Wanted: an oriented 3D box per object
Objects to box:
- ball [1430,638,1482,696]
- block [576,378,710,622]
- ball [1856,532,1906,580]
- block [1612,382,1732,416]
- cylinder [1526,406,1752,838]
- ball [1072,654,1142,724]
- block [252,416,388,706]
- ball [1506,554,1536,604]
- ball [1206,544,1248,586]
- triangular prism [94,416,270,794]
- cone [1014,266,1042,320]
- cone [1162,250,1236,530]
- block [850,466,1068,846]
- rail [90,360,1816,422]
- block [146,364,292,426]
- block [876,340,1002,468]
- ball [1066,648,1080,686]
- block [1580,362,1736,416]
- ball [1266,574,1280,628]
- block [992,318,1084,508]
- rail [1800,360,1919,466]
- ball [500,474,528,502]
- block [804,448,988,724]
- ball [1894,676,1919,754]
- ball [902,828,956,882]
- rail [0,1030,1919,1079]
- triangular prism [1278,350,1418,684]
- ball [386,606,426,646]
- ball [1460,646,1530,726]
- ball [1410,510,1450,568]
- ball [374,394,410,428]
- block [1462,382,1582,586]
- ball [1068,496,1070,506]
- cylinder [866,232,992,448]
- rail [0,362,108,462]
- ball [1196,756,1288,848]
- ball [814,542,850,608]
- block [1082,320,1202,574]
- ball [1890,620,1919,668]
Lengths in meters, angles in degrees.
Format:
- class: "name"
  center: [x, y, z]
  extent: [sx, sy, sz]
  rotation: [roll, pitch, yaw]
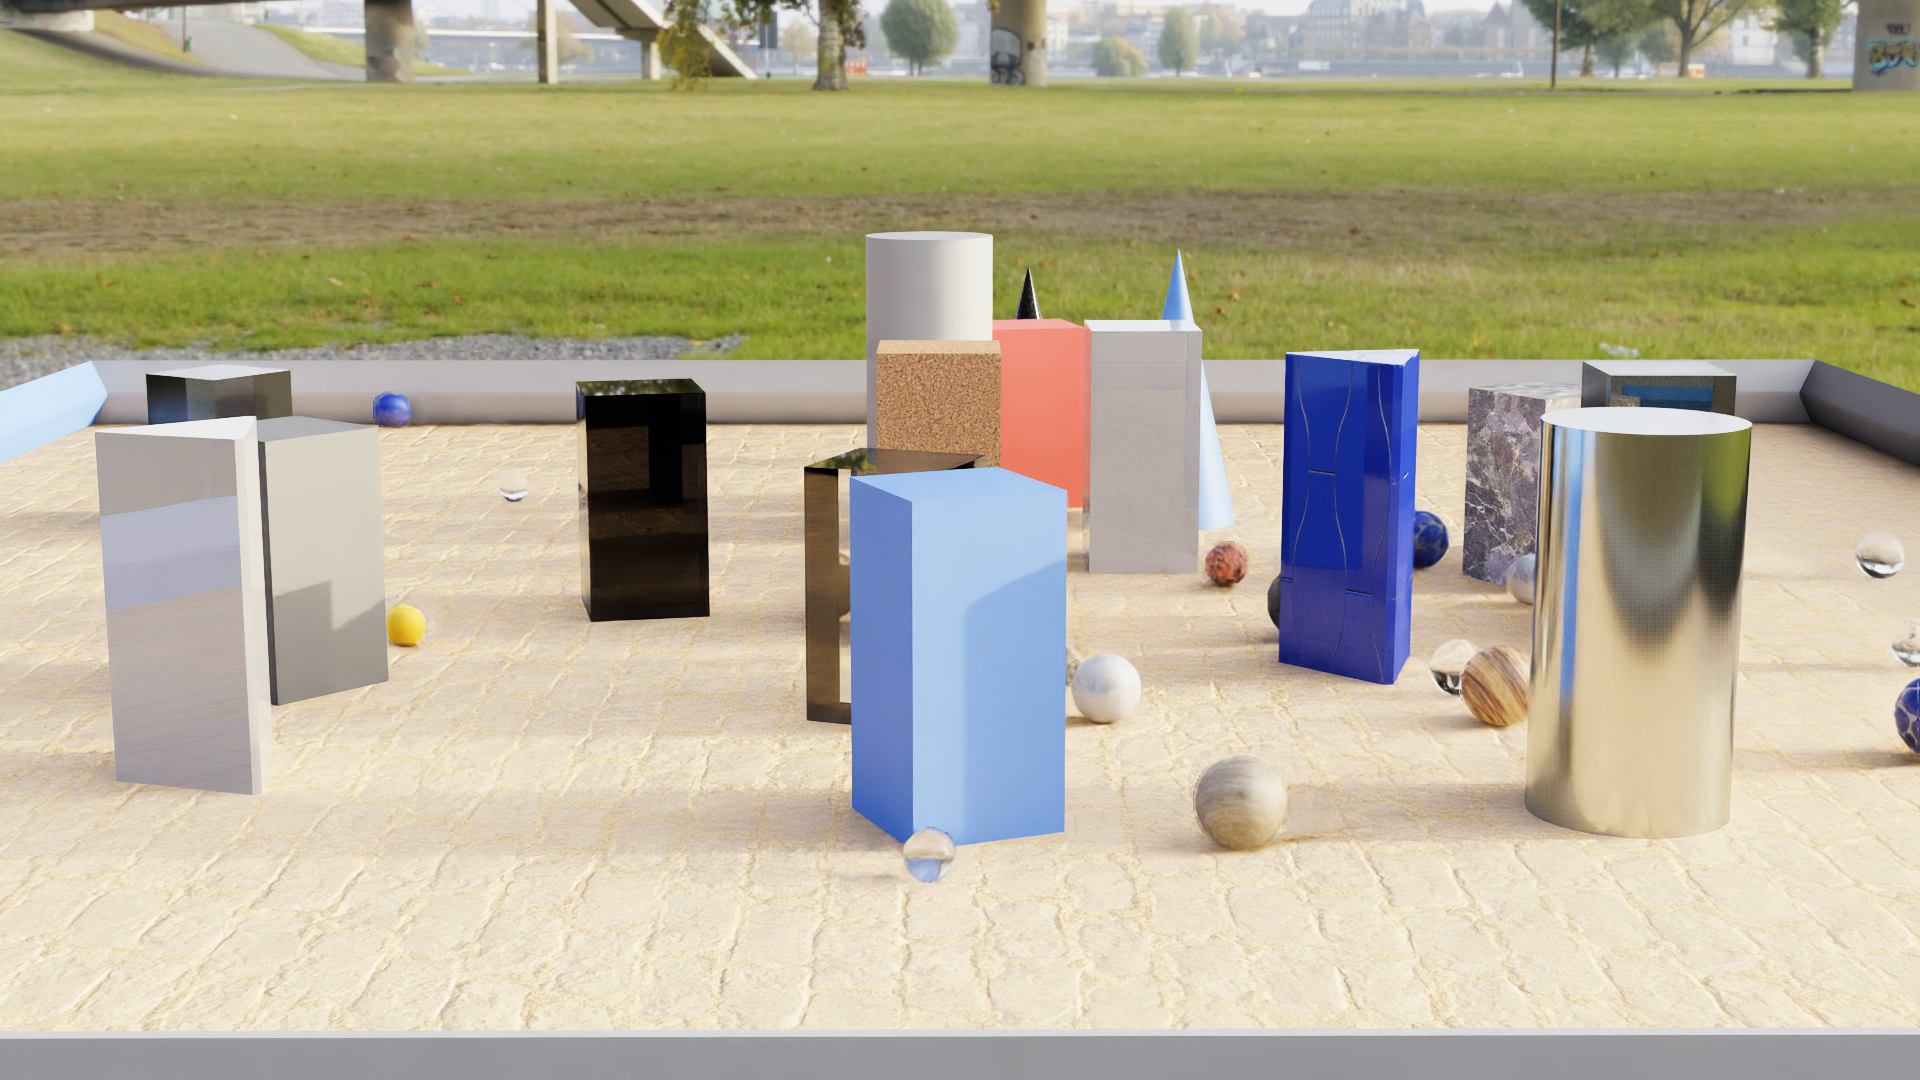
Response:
- class: "ball"
  center: [0.583, 0.149, 2.993]
  extent: [0.068, 0.068, 0.068]
  rotation: [0, 10, 0]
- class: "block"
  center: [-0.429, -0.057, 3.462]
  extent: [0.158, 0.302, 0.158]
  rotation: [-2, 11, -13]
- class: "ball"
  center: [1.319, 0.023, 3.677]
  extent: [0.068, 0.068, 0.068]
  rotation: [0, 10, 0]
- class: "block"
  center: [1.054, -0.100, 3.827]
  extent: [0.158, 0.253, 0.158]
  rotation: [2, 11, 11]
- class: "cylinder"
  center: [0.660, 0.076, 2.507]
  extent: [0.197, 0.389, 0.197]
  rotation: [0, 10, 0]
- class: "ball"
  center: [0.164, 0.166, 2.873]
  extent: [0.078, 0.078, 0.078]
  rotation: [0, 10, 0]
- class: "block"
  center: [-0.795, 0.020, 3.034]
  extent: [0.158, 0.307, 0.158]
  rotation: [9, 14, 39]
- class: "ball"
  center: [0.782, 0.054, 3.502]
  extent: [0.070, 0.070, 0.070]
  rotation: [0, 10, 0]
- class: "ball"
  center: [0.378, 0.034, 3.632]
  extent: [0.060, 0.060, 0.060]
  rotation: [0, 10, 0]
- class: "triangular prism"
  center: [-0.767, 0.061, 2.657]
  extent: [0.171, 0.363, 0.148]
  rotation: [4, 11, 19]
- class: "cone"
  center: [0.126, -0.325, 4.736]
  extent: [0.197, 0.365, 0.197]
  rotation: [0, 10, 0]
- class: "cone"
  center: [0.347, -0.249, 4.119]
  extent: [0.197, 0.441, 0.197]
  rotation: [0, 10, 0]
- class: "block"
  center: [-0.003, 0.110, 2.477]
  extent: [0.158, 0.333, 0.158]
  rotation: [-5, 11, -23]
- class: "rail"
  center: [-0.011, -0.301, 5.254]
  extent: [3.543, 0.128, 0.045]
  rotation: [0, 10, 0]
- class: "block"
  center: [-1.186, -0.149, 4.124]
  extent: [0.158, 0.243, 0.158]
  rotation: [7, 12, 32]
- class: "block"
  center: [-0.027, -0.070, 3.358]
  extent: [0.158, 0.366, 0.158]
  rotation: [0, 10, 0]
- class: "ball"
  center: [0.118, 0.150, 3.043]
  extent: [0.048, 0.048, 0.048]
  rotation: [0, 10, 0]
- class: "block"
  center: [0.900, -0.054, 3.341]
  extent: [0.158, 0.341, 0.158]
  rotation: [0, 10, 1]
- class: "ball"
  center: [0.441, 0.079, 3.294]
  extent: [0.095, 0.095, 0.095]
  rotation: [0, 10, 0]
- class: "block"
  center: [0.111, -0.213, 4.308]
  extent: [0.158, 0.300, 0.158]
  rotation: [-2, 11, -12]
- class: "rail"
  center: [1.748, 0.031, 3.459]
  extent: [0.045, 0.128, 3.719]
  rotation: [0, 10, 0]
- class: "ball"
  center: [-0.753, -0.088, 4.329]
  extent: [0.048, 0.048, 0.048]
  rotation: [0, 10, 0]
- class: "block"
  center: [-0.071, 0.053, 2.905]
  extent: [0.158, 0.289, 0.158]
  rotation: [4, 11, 21]
- class: "ball"
  center: [1.040, 0.186, 2.719]
  extent: [0.094, 0.094, 0.094]
  rotation: [0, 10, 0]
- class: "ball"
  center: [-0.028, 0.285, 2.313]
  extent: [0.048, 0.048, 0.048]
  rotation: [0, 10, 0]
- class: "rail"
  center: [0.011, 0.367, 1.644]
  extent: [3.543, 0.128, 0.045]
  rotation: [0, 10, 0]
- class: "triangular prism"
  center: [0.506, -0.036, 3.129]
  extent: [0.148, 0.383, 0.171]
  rotation: [-10, 14, -42]
- class: "ball"
  center: [-0.704, 0.109, 3.255]
  extent: [0.052, 0.052, 0.052]
  rotation: [0, 10, 0]
- class: "ball"
  center: [0.604, 0.162, 2.863]
  extent: [0.089, 0.089, 0.089]
  rotation: [0, 10, 0]
- class: "ball"
  center: [0.672, -0.001, 3.753]
  extent: [0.087, 0.087, 0.087]
  rotation: [0, 10, 0]
- class: "ball"
  center: [-1.151, -0.263, 5.206]
  extent: [0.071, 0.071, 0.071]
  rotation: [0, 10, 0]
- class: "block"
  center: [0.834, -0.078, 3.656]
  extent: [0.158, 0.273, 0.158]
  rotation: [-6, 12, -29]
- class: "ball"
  center: [0.160, -0.064, 4.216]
  extent: [0.042, 0.042, 0.042]
  rotation: [0, 10, 0]
- class: "cylinder"
  center: [-0.048, -0.243, 4.019]
  extent: [0.197, 0.465, 0.197]
  rotation: [0, 10, 0]
- class: "rail"
  center: [-1.748, 0.035, 3.439]
  extent: [0.045, 0.128, 3.719]
  rotation: [0, 10, 0]
- class: "ball"
  center: [0.265, 0.246, 2.415]
  extent: [0.087, 0.087, 0.087]
  rotation: [0, 10, 0]
- class: "ball"
  center: [-0.151, 0.048, 3.476]
  extent: [0.091, 0.091, 0.091]
  rotation: [0, 10, 0]
- class: "block"
  center: [0.265, -0.139, 3.767]
  extent: [0.158, 0.353, 0.158]
  rotation: [0, 10, -1]
- class: "ball"
  center: [1.169, 0.127, 3.138]
  extent: [0.059, 0.059, 0.059]
  rotation: [0, 10, 0]
